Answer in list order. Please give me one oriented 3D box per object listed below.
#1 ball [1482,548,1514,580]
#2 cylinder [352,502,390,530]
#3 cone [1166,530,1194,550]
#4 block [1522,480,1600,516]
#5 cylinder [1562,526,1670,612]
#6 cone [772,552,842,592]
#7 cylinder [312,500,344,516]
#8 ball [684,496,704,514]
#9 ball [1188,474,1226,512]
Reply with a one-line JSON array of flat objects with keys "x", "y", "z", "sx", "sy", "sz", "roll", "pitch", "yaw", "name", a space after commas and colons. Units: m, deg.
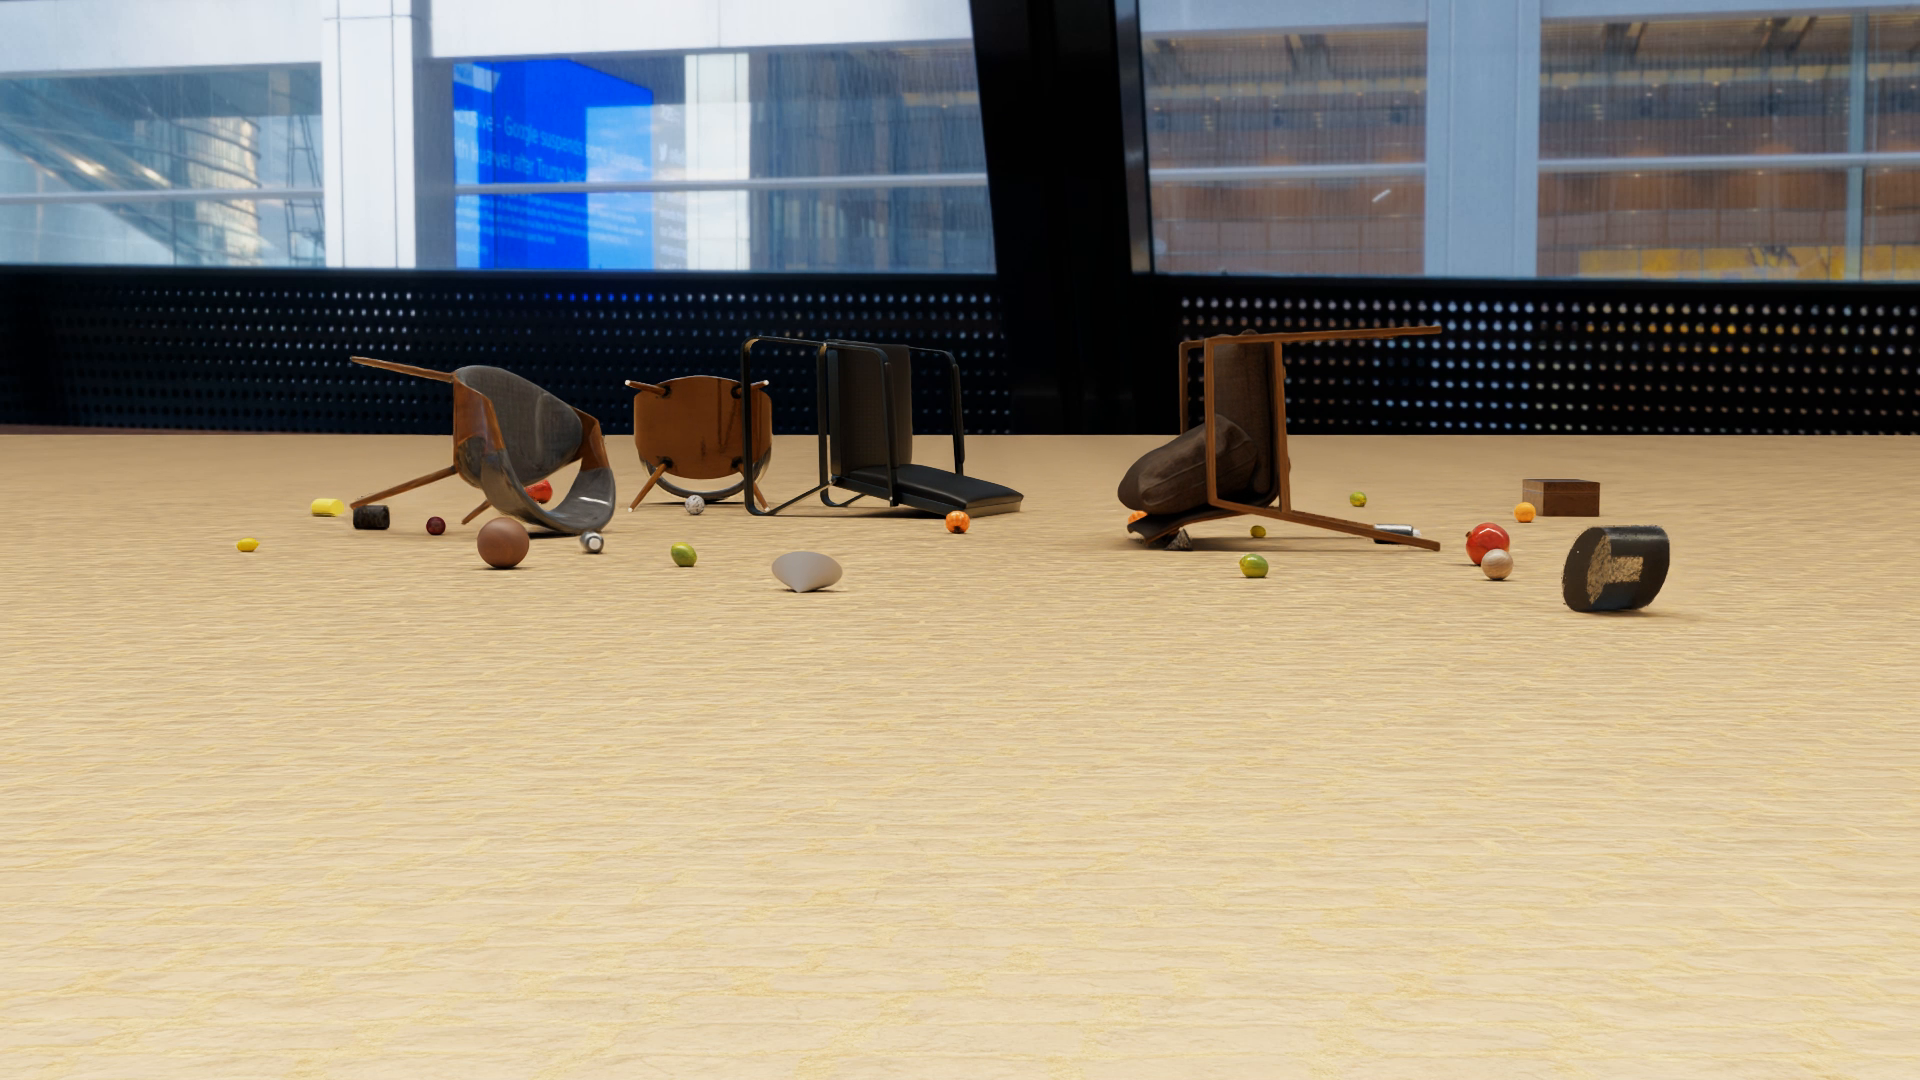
[{"x": 1.262, "y": 0.058, "z": 5.164, "sx": 0.074, "sy": 0.074, "sz": 0.074, "roll": 0, "pitch": 4, "yaw": 0, "name": "ball"}, {"x": -1.883, "y": -0.072, "z": 7.036, "sx": 0.096, "sy": 0.075, "sz": 0.096, "roll": 19, "pitch": -23, "yaw": -12, "name": "cylinder"}, {"x": 0.600, "y": 0.014, "z": 6.112, "sx": 0.076, "sy": 0.067, "sz": 0.070, "roll": -29, "pitch": 22, "yaw": 6, "name": "cone"}, {"x": 2.153, "y": -0.152, "z": 7.887, "sx": 0.198, "sy": 0.120, "sz": 0.306, "roll": 0, "pitch": 4, "yaw": 1, "name": "block"}, {"x": 1.315, "y": 0.058, "z": 4.413, "sx": 0.132, "sy": 0.137, "sz": 0.210, "roll": -1, "pitch": -39, "yaw": -15, "name": "cylinder"}, {"x": -0.348, "y": 0.092, "z": 4.870, "sx": 0.168, "sy": 0.114, "sz": 0.074, "roll": -3, "pitch": 41, "yaw": 19, "name": "cone"}, {"x": -2.230, "y": -0.112, "z": 7.757, "sx": 0.080, "sy": 0.057, "sz": 0.078, "roll": 1, "pitch": 6, "yaw": 19, "name": "cylinder"}, {"x": -0.946, "y": -0.125, "z": 7.845, "sx": 0.071, "sy": 0.071, "sz": 0.071, "roll": 0, "pitch": 4, "yaw": 0, "name": "ball"}, {"x": 0.906, "y": -0.173, "z": 8.056, "sx": 0.139, "sy": 0.139, "sz": 0.139, "roll": 0, "pitch": 4, "yaw": 0, "name": "ball"}]
